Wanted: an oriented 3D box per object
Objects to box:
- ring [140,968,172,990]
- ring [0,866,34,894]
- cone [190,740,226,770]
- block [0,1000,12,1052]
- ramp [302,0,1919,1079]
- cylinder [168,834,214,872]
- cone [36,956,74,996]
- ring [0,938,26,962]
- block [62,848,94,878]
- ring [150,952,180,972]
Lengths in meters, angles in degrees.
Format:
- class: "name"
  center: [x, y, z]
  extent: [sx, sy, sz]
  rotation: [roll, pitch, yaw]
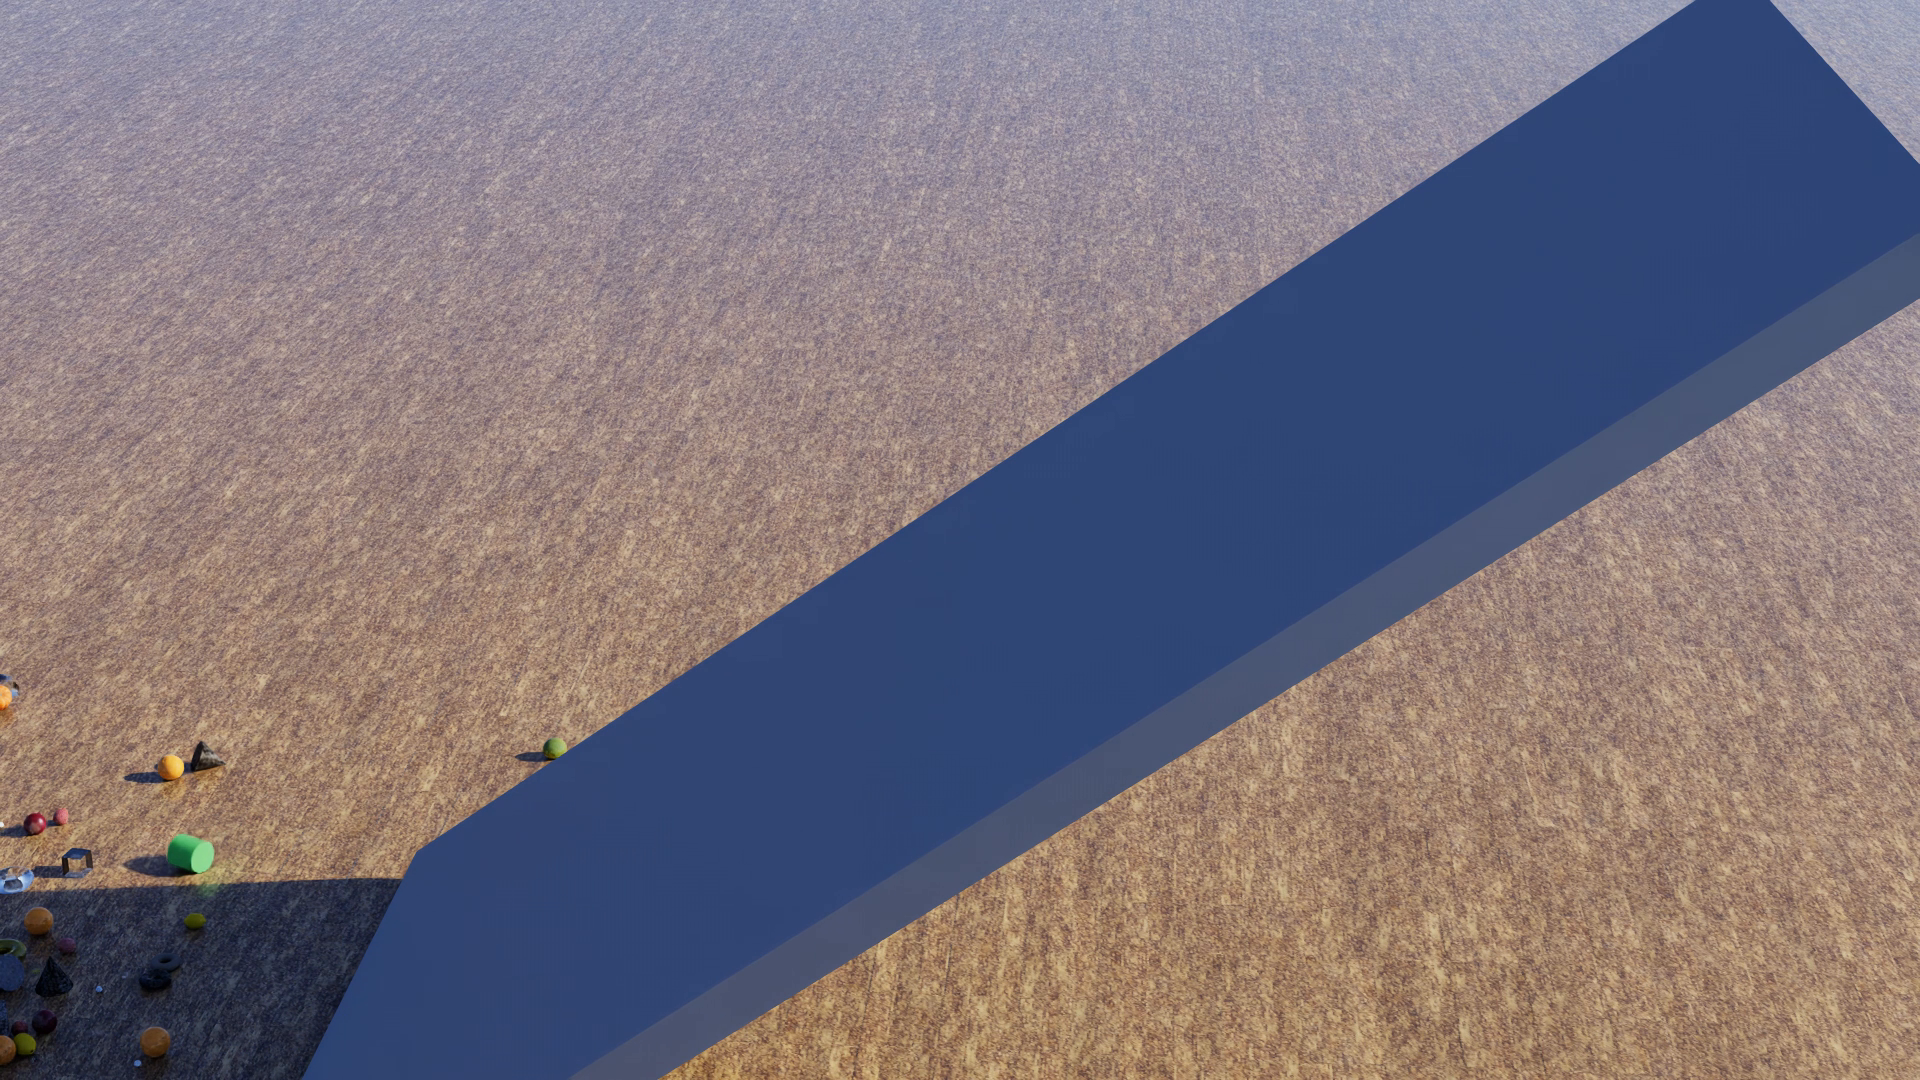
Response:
- class: "ring"
  center: [-1.996, 1.090, 7.295]
  extent: [0.079, 0.026, 0.079]
  rotation: [1, 22, -1]
- class: "ring"
  center: [-2.499, 0.897, 7.757]
  extent: [0.111, 0.037, 0.111]
  rotation: [-1, 23, 1]
- class: "cone"
  center: [-2.139, 0.630, 8.411]
  extent: [0.090, 0.090, 0.090]
  rotation: [20, 13, -26]
- class: "block"
  center: [-2.318, 1.165, 7.026]
  extent: [0.088, 0.088, 0.088]
  rotation: [-8, 23, -18]
- class: "ramp"
  center: [0.132, 0.177, 6.315]
  extent: [4.000, 0.100, 2.000]
  rotation: [-33, 16, 16]
- class: "cylinder"
  center: [-2.051, 0.835, 7.844]
  extent: [0.086, 0.086, 0.086]
  rotation: [10, 24, 32]
- class: "cone"
  center: [-2.243, 1.066, 7.267]
  extent: [0.091, 0.091, 0.091]
  rotation: [0, 22, 0]
- class: "ring"
  center: [-2.407, 1.042, 7.396]
  extent: [0.117, 0.039, 0.117]
  rotation: [-1, 23, 0]
- class: "block"
  center: [-2.348, 0.859, 7.824]
  extent: [0.056, 0.056, 0.056]
  rotation: [5, 23, 13]
- class: "ring"
  center: [-1.991, 1.060, 7.370]
  extent: [0.075, 0.025, 0.075]
  rotation: [0, 23, 0]
